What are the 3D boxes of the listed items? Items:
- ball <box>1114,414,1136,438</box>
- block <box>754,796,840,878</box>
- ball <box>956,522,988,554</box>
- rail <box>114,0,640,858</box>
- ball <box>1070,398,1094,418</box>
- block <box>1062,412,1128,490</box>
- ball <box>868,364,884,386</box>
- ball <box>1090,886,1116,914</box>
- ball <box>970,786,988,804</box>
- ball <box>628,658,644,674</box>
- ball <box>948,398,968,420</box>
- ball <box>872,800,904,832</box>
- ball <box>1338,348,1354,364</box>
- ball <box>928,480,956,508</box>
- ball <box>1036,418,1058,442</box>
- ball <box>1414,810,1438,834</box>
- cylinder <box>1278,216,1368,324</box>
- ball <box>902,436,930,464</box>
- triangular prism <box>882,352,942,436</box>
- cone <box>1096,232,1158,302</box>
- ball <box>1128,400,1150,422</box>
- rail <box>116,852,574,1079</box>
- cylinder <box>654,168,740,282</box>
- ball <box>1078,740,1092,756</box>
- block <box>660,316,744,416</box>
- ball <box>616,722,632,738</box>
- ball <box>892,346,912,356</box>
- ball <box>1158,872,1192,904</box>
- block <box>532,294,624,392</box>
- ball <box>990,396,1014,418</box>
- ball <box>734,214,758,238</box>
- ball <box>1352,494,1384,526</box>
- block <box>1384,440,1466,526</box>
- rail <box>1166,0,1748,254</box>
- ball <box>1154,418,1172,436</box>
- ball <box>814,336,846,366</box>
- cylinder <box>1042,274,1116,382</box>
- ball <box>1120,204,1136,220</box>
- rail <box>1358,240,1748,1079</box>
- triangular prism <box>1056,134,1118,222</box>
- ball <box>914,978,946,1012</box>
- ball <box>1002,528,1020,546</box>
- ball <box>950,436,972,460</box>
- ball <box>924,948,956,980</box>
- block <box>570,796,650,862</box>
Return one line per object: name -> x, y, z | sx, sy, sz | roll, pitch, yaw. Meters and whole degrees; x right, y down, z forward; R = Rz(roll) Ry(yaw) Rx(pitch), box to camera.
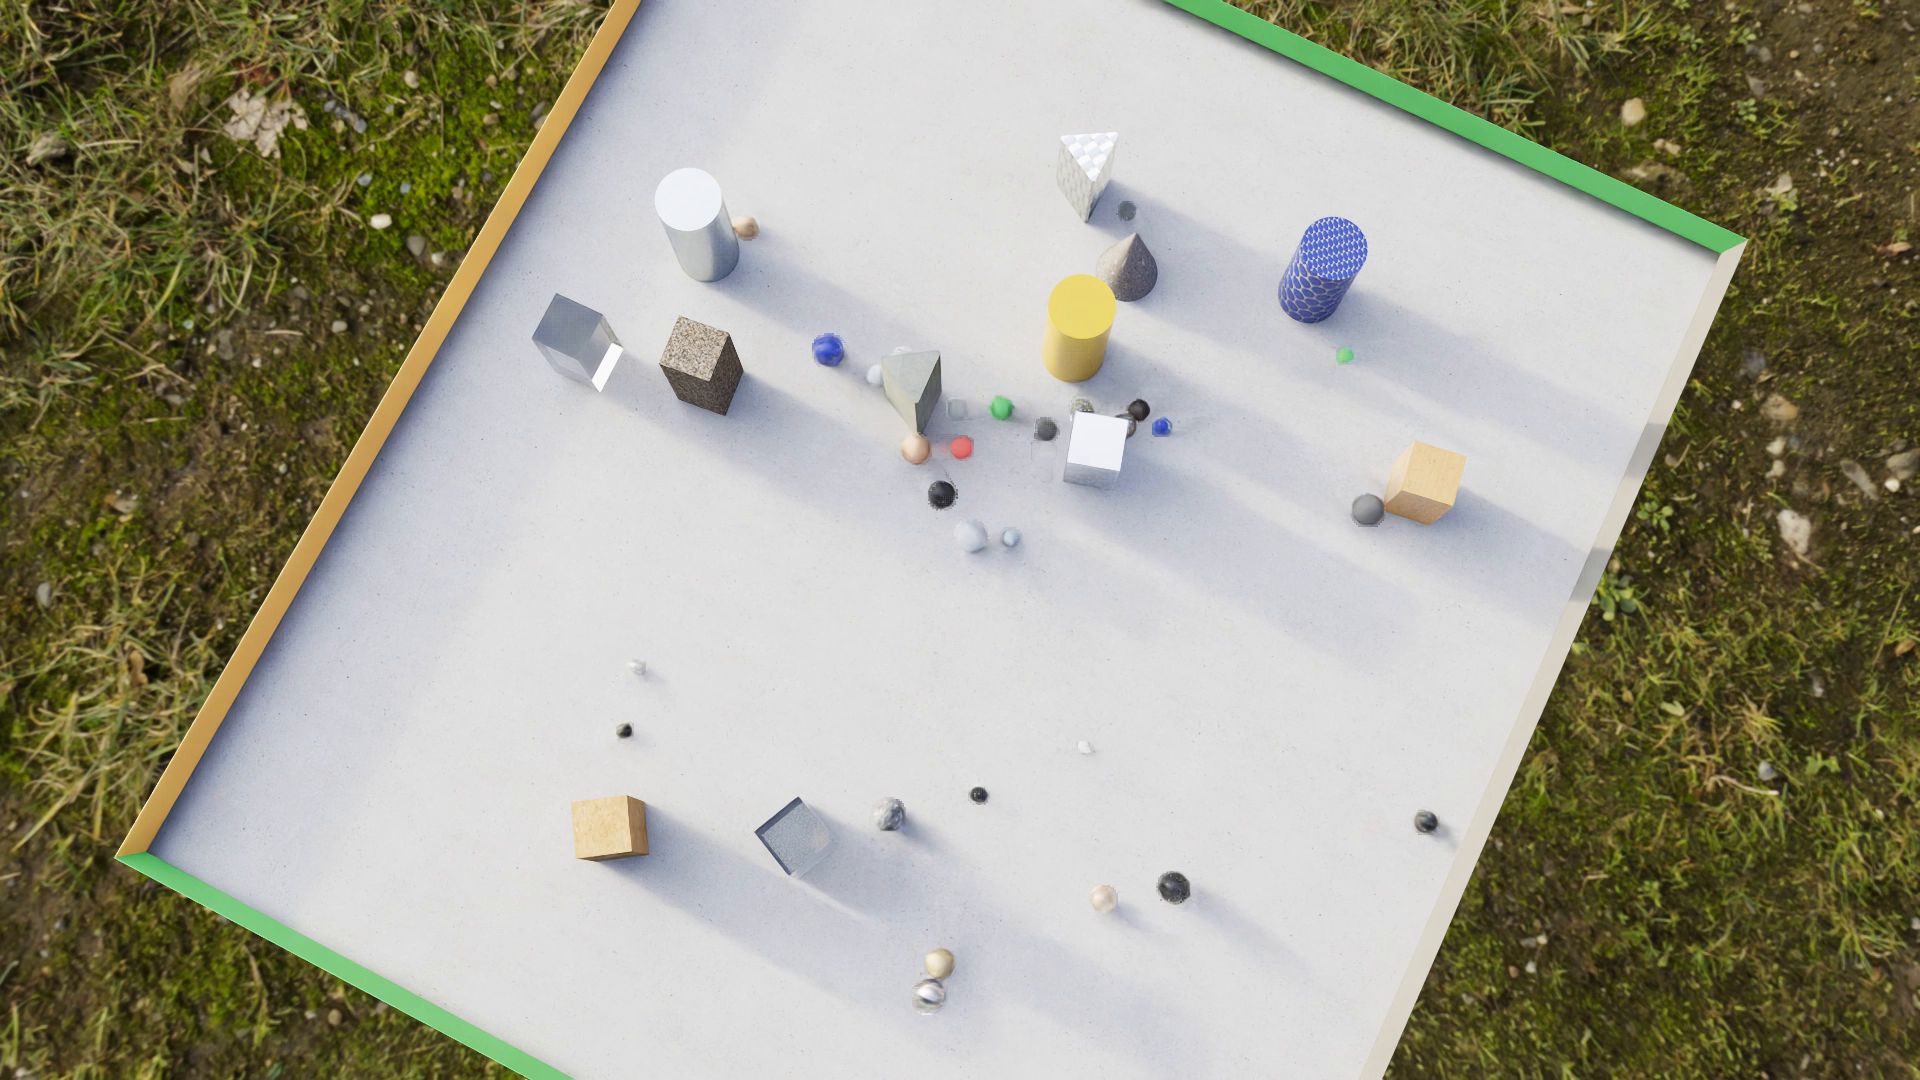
ball -> 0.504, -0.351, 5.648 | 0.080, 0.080, 0.080 | 0, 78, 0
block -> -0.465, 0.859, 5.276 | 0.158, 0.318, 0.158 | -39, 81, -7
ball -> 0.034, -0.009, 5.569 | 0.097, 0.097, 0.097 | 0, 78, 0
rail -> -1.557, -0.755, 5.706 | 0.045, 0.128, 3.876 | 26, 80, 5
ball -> 0.377, -0.400, 5.662 | 0.074, 0.074, 0.074 | 0, 78, 0
block -> 0.407, -0.267, 5.542 | 0.158, 0.254, 0.158 | 10, 78, 2
ball -> -0.254, -0.509, 5.687 | 0.068, 0.068, 0.068 | 0, 78, 0
ball -> 0.420, 1.053, 5.360 | 0.075, 0.075, 0.075 | 0, 78, 0
ball -> 0.056, 0.756, 5.434 | 0.052, 0.052, 0.052 | 0, 78, 0
ball -> -0.975, 0.380, 5.513 | 0.048, 0.048, 0.048 | 0, 78, 0
ball -> -0.007, -0.405, 5.667 | 0.065, 0.065, 0.065 | 0, 78, 0
ball -> -0.211, 0.812, 5.400 | 0.095, 0.095, 0.095 | 0, 78, 0
ball -> 1.203, -0.575, 5.710 | 0.051, 0.051, 0.051 | 0, 78, 0
ball -> -0.056, -0.139, 5.602 | 0.085, 0.085, 0.085 | 0, 78, 0
ball -> 0.267, -0.339, 5.652 | 0.069, 0.069, 0.069 | 0, 78, 0
ball -> 1.375, 0.832, 5.409 | 0.070, 0.070, 0.070 | 0, 78, 0
cylinder -> 1.100, -0.817, 5.581 | 0.197, 0.400, 0.197 | 0, 78, 0
ball -> -0.136, -0.277, 5.615 | 0.089, 0.089, 0.089 | 0, 78, 0
triangular prism -> -0.118, -0.465, 5.510 | 0.148, 0.398, 0.171 | -36, 81, -7
cone -> 0.526, -0.882, 5.623 | 0.197, 0.344, 0.197 | 0, 78, 0
ball -> 0.554, -0.401, 5.666 | 0.067, 0.067, 0.067 | 0, 78, 0
rail -> -0.856, 1.684, 5.202 | 3.529, 0.128, 0.045 | 26, 80, 5
cylinder -> -0.796, -0.954, 5.588 | 0.197, 0.442, 0.197 | 0, 78, 0
ball -> 0.372, 0.619, 5.465 | 0.046, 0.046, 0.046 | 0, 78, 0
block -> -0.776, -0.522, 5.533 | 0.158, 0.376, 0.158 | 20, 79, 4
ball -> -1.003, 0.569, 5.474 | 0.049, 0.049, 0.049 | 0, 78, 0
ball -> -0.180, -0.572, 5.702 | 0.063, 0.063, 0.063 | 0, 78, 0
ball -> 0.628, 1.019, 5.358 | 0.094, 0.094, 0.094 | 0, 78, 0
block -> -1.159, -0.596, 5.571 | 0.158, 0.331, 0.158 | 25, 79, 5
ball -> 0.130, -0.410, 5.665 | 0.070, 0.070, 0.070 | 0, 78, 0
ball -> -0.675, -0.989, 5.784 | 0.073, 0.073, 0.073 | 0, 78, 0
ball -> 1.243, -0.092, 5.585 | 0.099, 0.099, 0.099 | 0, 78, 0
block -> 1.392, -0.169, 5.513 | 0.158, 0.271, 0.158 | 18, 79, 4
rail -> 0.856, -1.670, 5.896 | 3.529, 0.128, 0.045 | 26, 80, 5
ball -> 0.626, -0.350, 5.660 | 0.057, 0.057, 0.057 | 0, 78, 0
ball -> -0.406, -0.586, 5.688 | 0.097, 0.097, 0.097 | 0, 78, 0
cylinder -> 0.354, -0.631, 5.521 | 0.197, 0.444, 0.197 | 0, 78, 0
ball -> 0.531, -1.040, 5.804 | 0.054, 0.054, 0.054 | 0, 78, 0
rail -> 1.557, 0.769, 5.391 | 0.045, 0.128, 3.876 | 26, 80, 5
triangular prism -> 0.414, -1.151, 5.682 | 0.148, 0.339, 0.171 | -33, 80, -6
ball -> -0.088, 1.317, 5.295 | 0.096, 0.096, 0.096 | 0, 78, 0
ball -> 0.155, -0.007, 5.591 | 0.053, 0.053, 0.053 | 0, 78, 0
ball -> 0.004, -0.284, 5.640 | 0.070, 0.070, 0.070 | 0, 78, 0
ball -> -0.058, 1.228, 5.317 | 0.089, 0.089, 0.089 | 0, 78, 0
block -> -1.008, 0.835, 5.294 | 0.158, 0.294, 0.158 | -7, 78, -2
